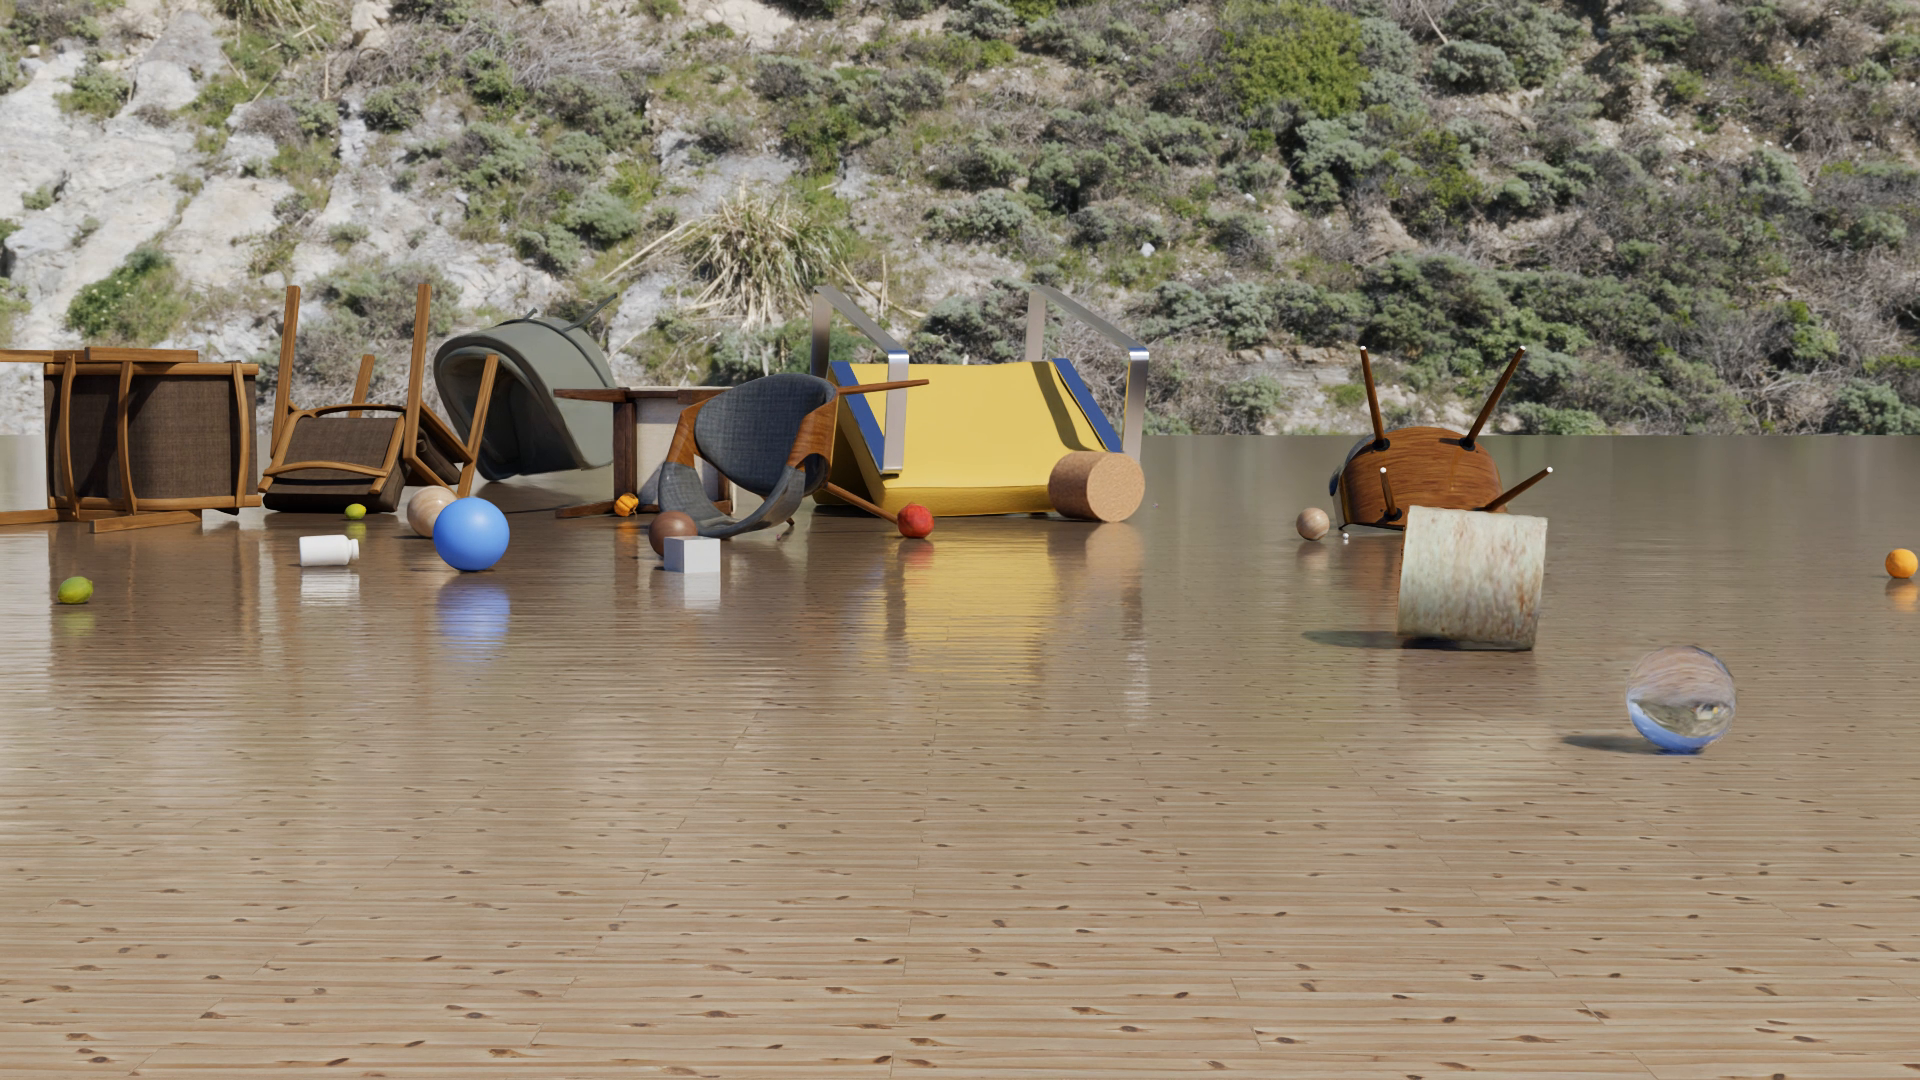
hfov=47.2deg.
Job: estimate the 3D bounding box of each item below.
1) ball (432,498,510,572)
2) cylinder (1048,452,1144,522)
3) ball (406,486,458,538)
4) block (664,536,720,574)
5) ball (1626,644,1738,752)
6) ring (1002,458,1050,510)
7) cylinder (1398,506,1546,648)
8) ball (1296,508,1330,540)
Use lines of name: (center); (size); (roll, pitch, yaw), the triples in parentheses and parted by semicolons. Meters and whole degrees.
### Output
ball: (-1.199, -0.013, 5.394); (0.184, 0.184, 0.184); (0, 4, 0)
cylinder: (0.466, -0.184, 7.520); (0.252, 0.232, 0.215); (-22, 15, -32)
ball: (-1.578, -0.084, 6.594); (0.161, 0.161, 0.161); (0, 4, 0)
block: (-0.665, 0.035, 5.450); (0.094, 0.080, 0.140); (-2, 4, -28)
ball: (0.894, 0.196, 2.725); (0.133, 0.133, 0.133); (0, 4, 0)
ring: (0.249, -0.207, 8.271); (0.173, 0.153, 0.420); (1, 12, -9)
cylinder: (0.890, 0.064, 3.827); (0.232, 0.228, 0.230); (6, -7, 13)
ball: (1.045, -0.047, 6.511); (0.100, 0.100, 0.100); (0, 4, 0)
